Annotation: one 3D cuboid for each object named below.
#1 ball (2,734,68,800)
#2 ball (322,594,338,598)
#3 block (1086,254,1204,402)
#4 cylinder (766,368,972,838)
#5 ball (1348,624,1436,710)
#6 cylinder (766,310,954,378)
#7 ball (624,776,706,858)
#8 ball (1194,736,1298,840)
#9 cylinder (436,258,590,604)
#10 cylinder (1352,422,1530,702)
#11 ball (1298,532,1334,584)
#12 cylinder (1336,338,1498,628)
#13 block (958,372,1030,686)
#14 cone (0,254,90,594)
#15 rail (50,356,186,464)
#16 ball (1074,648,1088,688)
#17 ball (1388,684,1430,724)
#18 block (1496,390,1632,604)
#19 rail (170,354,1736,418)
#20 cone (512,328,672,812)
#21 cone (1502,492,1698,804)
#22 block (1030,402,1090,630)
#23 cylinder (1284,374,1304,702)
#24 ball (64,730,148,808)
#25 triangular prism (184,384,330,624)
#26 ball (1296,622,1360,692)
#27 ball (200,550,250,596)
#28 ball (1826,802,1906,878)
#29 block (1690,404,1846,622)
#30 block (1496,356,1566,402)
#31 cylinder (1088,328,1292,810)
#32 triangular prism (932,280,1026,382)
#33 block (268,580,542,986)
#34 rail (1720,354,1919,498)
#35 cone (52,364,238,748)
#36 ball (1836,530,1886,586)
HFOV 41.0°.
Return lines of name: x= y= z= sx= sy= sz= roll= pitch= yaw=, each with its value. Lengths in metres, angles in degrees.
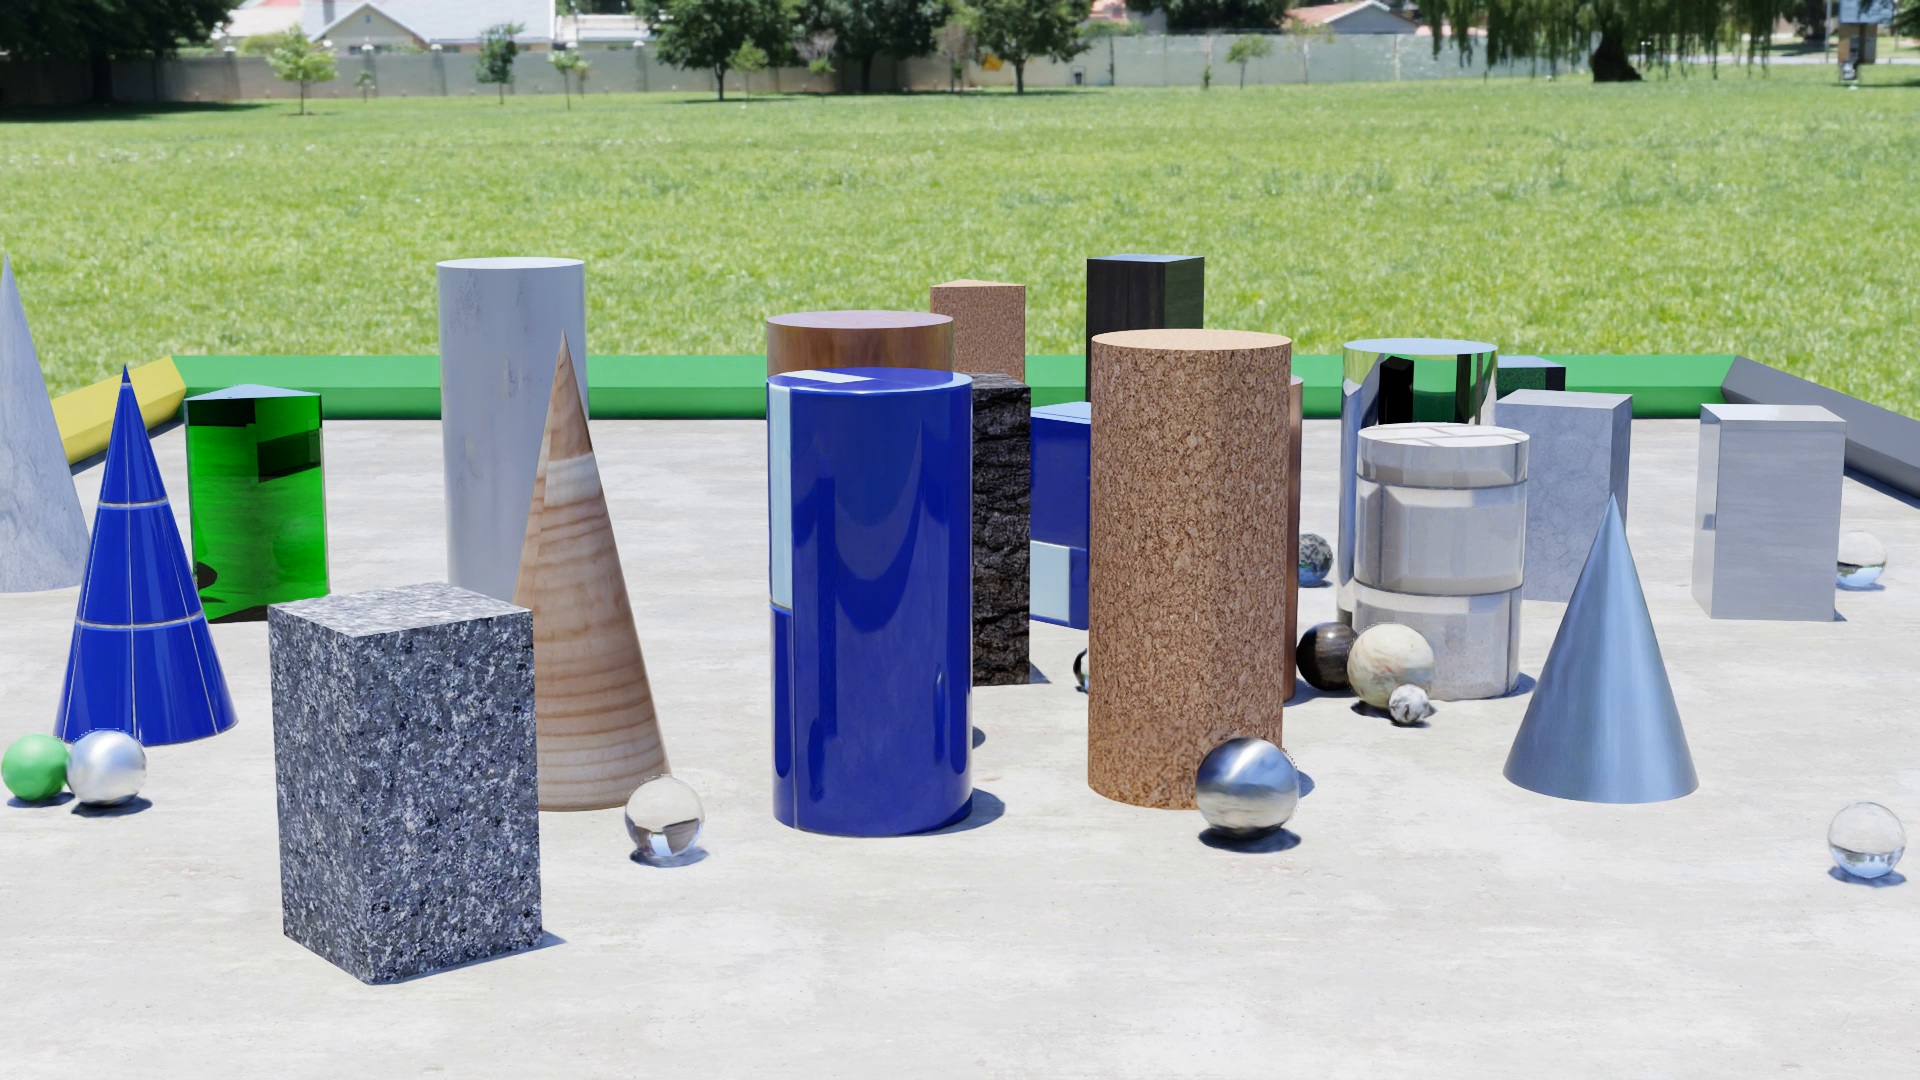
ball: x=-0.926 y=0.228 z=2.573 sx=0.066 sy=0.066 sz=0.066 roll=0 pitch=10 yaw=0
ball: x=-0.765 y=0.110 z=3.150 sx=0.089 sy=0.089 sz=0.089 roll=0 pitch=10 yaw=0
block: x=0.338 y=-0.326 z=4.699 sx=0.159 sy=0.382 sz=0.159 roll=6 pitch=12 yaw=31
cylinder: x=-0.087 y=0.056 z=2.506 sx=0.199 sy=0.429 sz=0.199 roll=0 pitch=10 yaw=0
ball: x=0.493 y=0.145 z=2.932 sx=0.099 sy=0.099 sz=0.099 roll=0 pitch=10 yaw=0
cylinder: x=-0.106 y=-0.009 z=2.770 sx=0.199 sy=0.460 sz=0.199 roll=0 pitch=10 yaw=0
ball: x=-0.275 y=0.258 z=2.389 sx=0.074 sy=0.074 sz=0.074 roll=0 pitch=10 yaw=0
ball: x=0.273 y=0.237 z=2.440 sx=0.098 sy=0.098 sz=0.098 roll=0 pitch=10 yaw=0
cylinder: x=-0.606 y=-0.146 z=3.502 sx=0.199 sy=0.464 sz=0.199 roll=0 pitch=10 yaw=0
cylinder: x=0.569 y=0.022 z=3.047 sx=0.199 sy=0.298 sz=0.199 roll=0 pitch=10 yaw=0
ball: x=0.493 y=0.026 z=3.645 sx=0.074 sy=0.074 sz=0.074 roll=0 pitch=10 yaw=0
cylinder: x=0.598 y=-0.072 z=3.368 sx=0.199 sy=0.367 sz=0.199 roll=0 pitch=10 yaw=0
block: x=-0.011 y=-0.014 z=3.088 sx=0.159 sy=0.356 sz=0.159 roll=-2 pitch=11 yaw=-11
cone: x=-1.338 y=-0.175 z=3.640 sx=0.199 sy=0.472 sz=0.199 roll=0 pitch=10 yaw=0
rail: x=-1.614 y=0.035 z=3.440 sx=0.045 sy=0.129 sz=3.908 roll=0 pitch=10 yaw=0
ball: x=0.158 y=0.152 z=3.031 sx=0.050 sy=0.050 sz=0.050 roll=0 pitch=10 yaw=0
ball: x=0.502 y=0.184 z=2.870 sx=0.045 sy=0.045 sz=0.045 roll=0 pitch=10 yaw=0
block: x=0.837 y=-0.062 z=3.577 sx=0.159 sy=0.272 sz=0.159 roll=5 pitch=11 yaw=23
rail: x=-0.011 y=-0.318 z=5.347 sx=3.276 sy=0.129 sz=0.045 roll=0 pitch=10 yaw=0
cone: x=-0.394 y=0.019 z=2.590 sx=0.199 sy=0.471 sz=0.199 roll=0 pitch=10 yaw=0
cone: x=0.664 y=0.098 z=2.634 sx=0.199 sy=0.300 sz=0.199 roll=0 pitch=10 yaw=0
block: x=0.164 y=-0.036 z=3.432 sx=0.159 sy=0.273 sz=0.159 roll=10 pitch=15 yaw=44
cylinder: x=0.297 y=-0.004 z=2.995 sx=0.199 sy=0.370 sz=0.199 roll=0 pitch=10 yaw=0
ball: x=-0.847 y=0.227 z=2.546 sx=0.078 sy=0.078 sz=0.078 roll=0 pitch=10 yaw=0
triangular prism: x=-0.949 y=-0.053 z=3.456 sx=0.172 sy=0.298 sz=0.149 roll=-3 pitch=11 yaw=-18
ball: x=0.437 y=0.137 z=3.022 sx=0.082 sy=0.082 sz=0.082 roll=0 pitch=10 yaw=0
ball: x=-1.019 y=0.046 z=3.560 sx=0.066 sy=0.066 sz=0.066 roll=0 pitch=10 yaw=0
ball: x=0.823 y=0.272 z=2.329 sx=0.068 sy=0.068 sz=0.068 roll=0 pitch=10 yaw=0
block: x=1.088 y=-0.039 z=3.463 sx=0.159 sy=0.268 sz=0.159 roll=1 pitch=11 yaw=6
block: x=0.870 y=-0.160 z=4.143 sx=0.159 sy=0.258 sz=0.159 roll=-1 pitch=11 yaw=-6
cylinder: x=0.230 y=0.025 z=2.596 sx=0.199 sy=0.458 sz=0.199 roll=0 pitch=10 yaw=0
triangular prism: x=0.019 y=-0.303 z=4.703 sx=0.172 sy=0.337 sz=0.149 roll=-2 pitch=11 yaw=-10
block: x=-0.462 y=0.196 z=2.141 sx=0.159 sy=0.286 sz=0.159 roll=-8 pitch=13 yaw=-38
rail: x=1.614 y=0.032 z=3.458 sx=0.045 sy=0.129 sz=3.908 roll=0 pitch=10 yaw=0
cone: x=-0.909 y=0.008 z=2.828 sx=0.199 sy=0.407 sz=0.199 roll=0 pitch=10 yaw=0
ball: x=1.268 y=0.026 z=3.628 sx=0.079 sy=0.079 sz=0.079 roll=0 pitch=10 yaw=0
